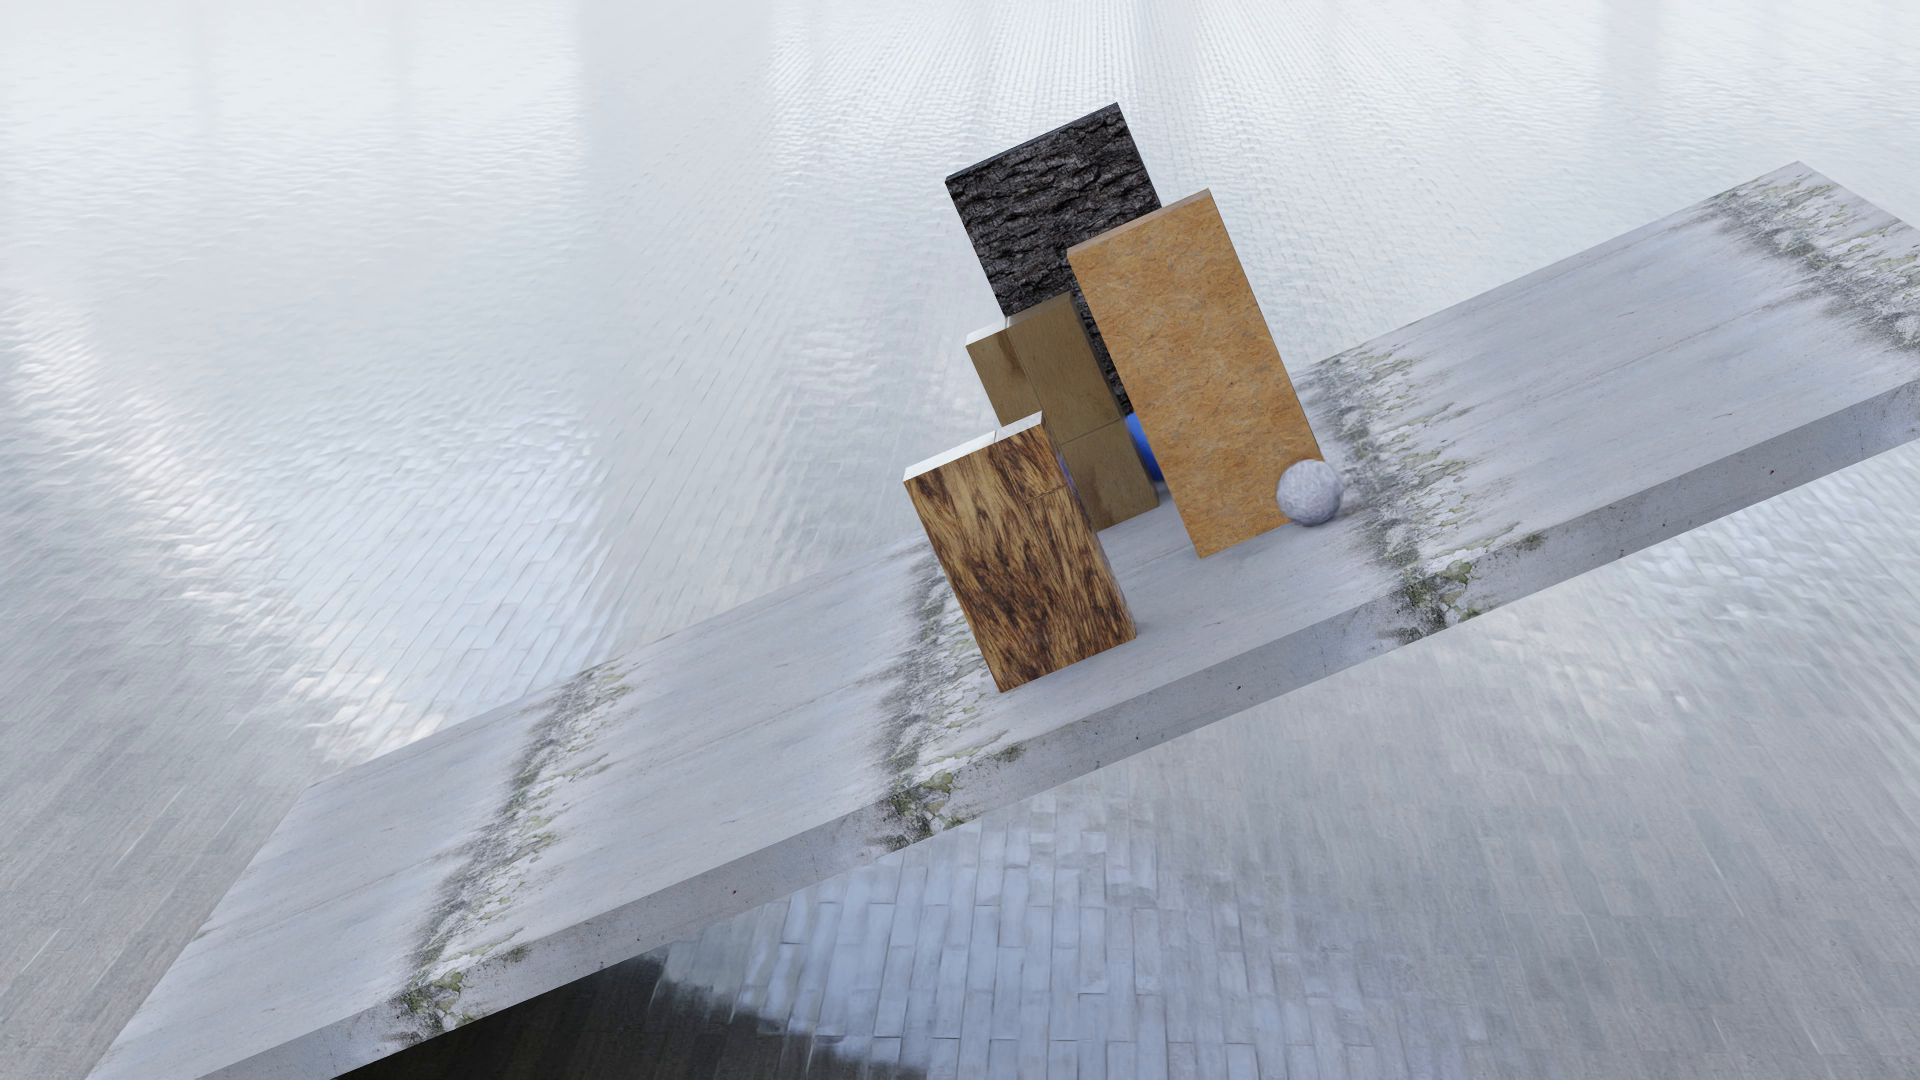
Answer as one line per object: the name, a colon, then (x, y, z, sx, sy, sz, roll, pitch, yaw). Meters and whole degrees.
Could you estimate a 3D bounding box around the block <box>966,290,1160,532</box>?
block: (0.228, -0.265, 6.502, 0.247, 0.499, 0.132, -23, 13, 8)

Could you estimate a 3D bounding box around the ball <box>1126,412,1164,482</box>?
ball: (0.439, -0.217, 6.660, 0.173, 0.173, 0.173, 0, 15, 0)

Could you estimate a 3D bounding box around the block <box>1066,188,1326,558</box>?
block: (0.489, -0.330, 5.885, 0.306, 0.673, 0.098, -23, 13, 8)

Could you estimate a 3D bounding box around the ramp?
ramp: (0.132, 0.170, 6.284, 4.000, 0.100, 2.000, -23, 13, 8)

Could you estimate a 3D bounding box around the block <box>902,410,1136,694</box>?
block: (0.117, 0.024, 5.632, 0.284, 0.457, 0.109, -23, 13, 8)

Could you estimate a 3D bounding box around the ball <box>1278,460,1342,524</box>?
ball: (0.690, -0.094, 5.799, 0.129, 0.129, 0.129, 0, 15, 0)

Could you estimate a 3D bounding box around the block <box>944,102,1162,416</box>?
block: (0.325, -0.570, 6.888, 0.434, 0.791, 0.097, -23, 13, 8)
